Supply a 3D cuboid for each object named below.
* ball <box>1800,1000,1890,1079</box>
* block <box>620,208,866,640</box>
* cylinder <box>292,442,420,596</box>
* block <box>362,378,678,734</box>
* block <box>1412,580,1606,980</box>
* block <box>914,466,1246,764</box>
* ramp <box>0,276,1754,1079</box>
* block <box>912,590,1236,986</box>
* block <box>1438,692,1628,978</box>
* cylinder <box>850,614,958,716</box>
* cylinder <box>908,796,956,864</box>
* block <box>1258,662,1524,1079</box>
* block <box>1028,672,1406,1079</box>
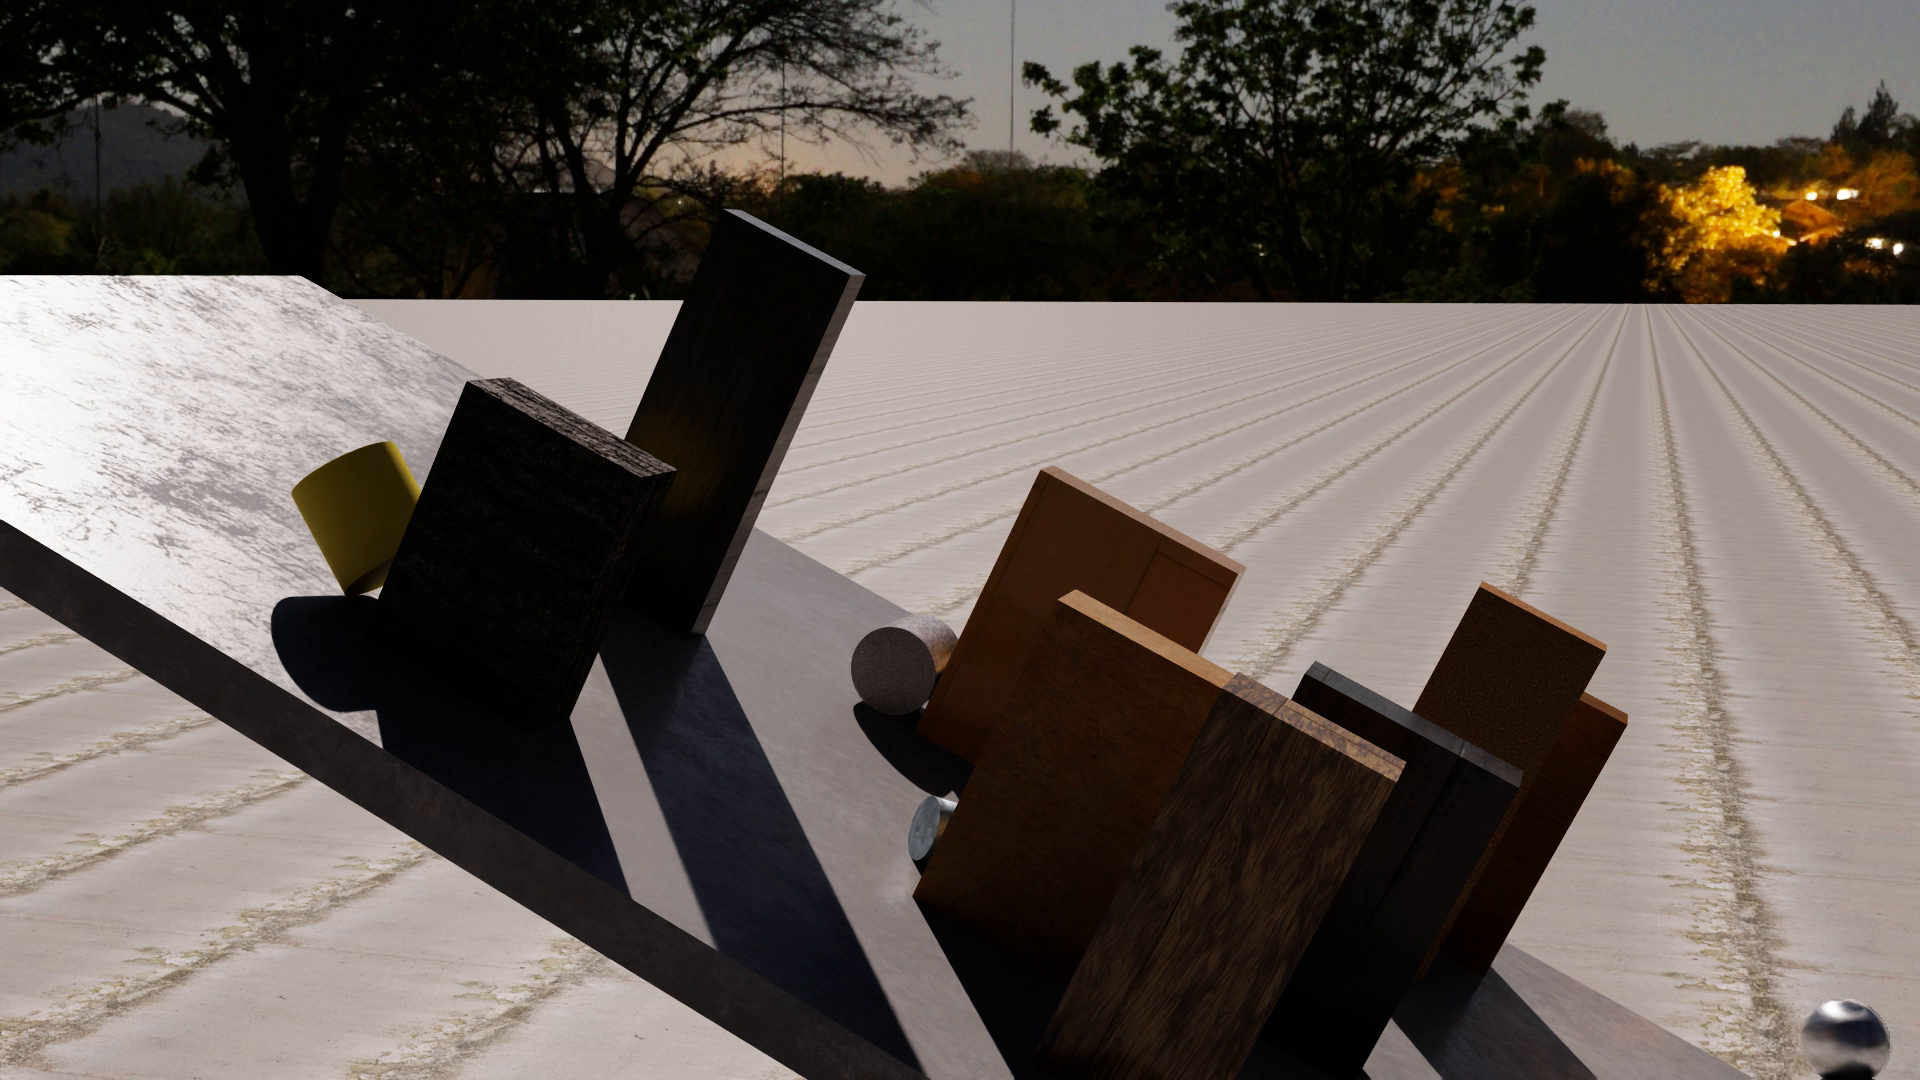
[{"bbox_3d":[2.024,1.150,5.032,0.190,0.190,0.190,0,7,0],"label":"ball"},{"bbox_3d":[-0.479,-0.220,4.277,0.285,0.790,0.088,28,14,12],"label":"block"},{"bbox_3d":[-1.008,-0.036,3.758,0.194,0.194,0.194,-29,-5,-3],"label":"cylinder"},{"bbox_3d":[-0.724,0.022,3.612,0.337,0.471,0.141,28,14,12],"label":"block"},{"bbox_3d":[0.969,0.476,4.333,0.265,0.751,0.083,28,14,12],"label":"block"},{"bbox_3d":[0.233,0.217,4.330,0.432,0.591,0.100,28,14,12],"label":"block"},{"bbox_3d":[-0.251,0.425,4.163,4.000,0.100,2.000,28,14,12],"label":"ramp"},{"bbox_3d":[0.190,0.408,3.599,0.312,0.563,0.121,28,14,12],"label":"block"},{"bbox_3d":[1.077,0.551,4.548,0.336,0.608,0.110,28,14,12],"label":"block"},{"bbox_3d":[-0.107,0.252,4.473,0.179,0.179,0.179,2,7,18],"label":"cylinder"},{"bbox_3d":[-0.013,0.513,3.804,0.114,0.114,0.114,20,-1,-23],"label":"cylinder"},{"bbox_3d":[0.632,0.565,3.728,0.389,0.596,0.126,28,14,12],"label":"block"},{"bbox_3d":[0.374,0.549,3.223,0.274,0.646,0.134,28,14,12],"label":"block"}]
